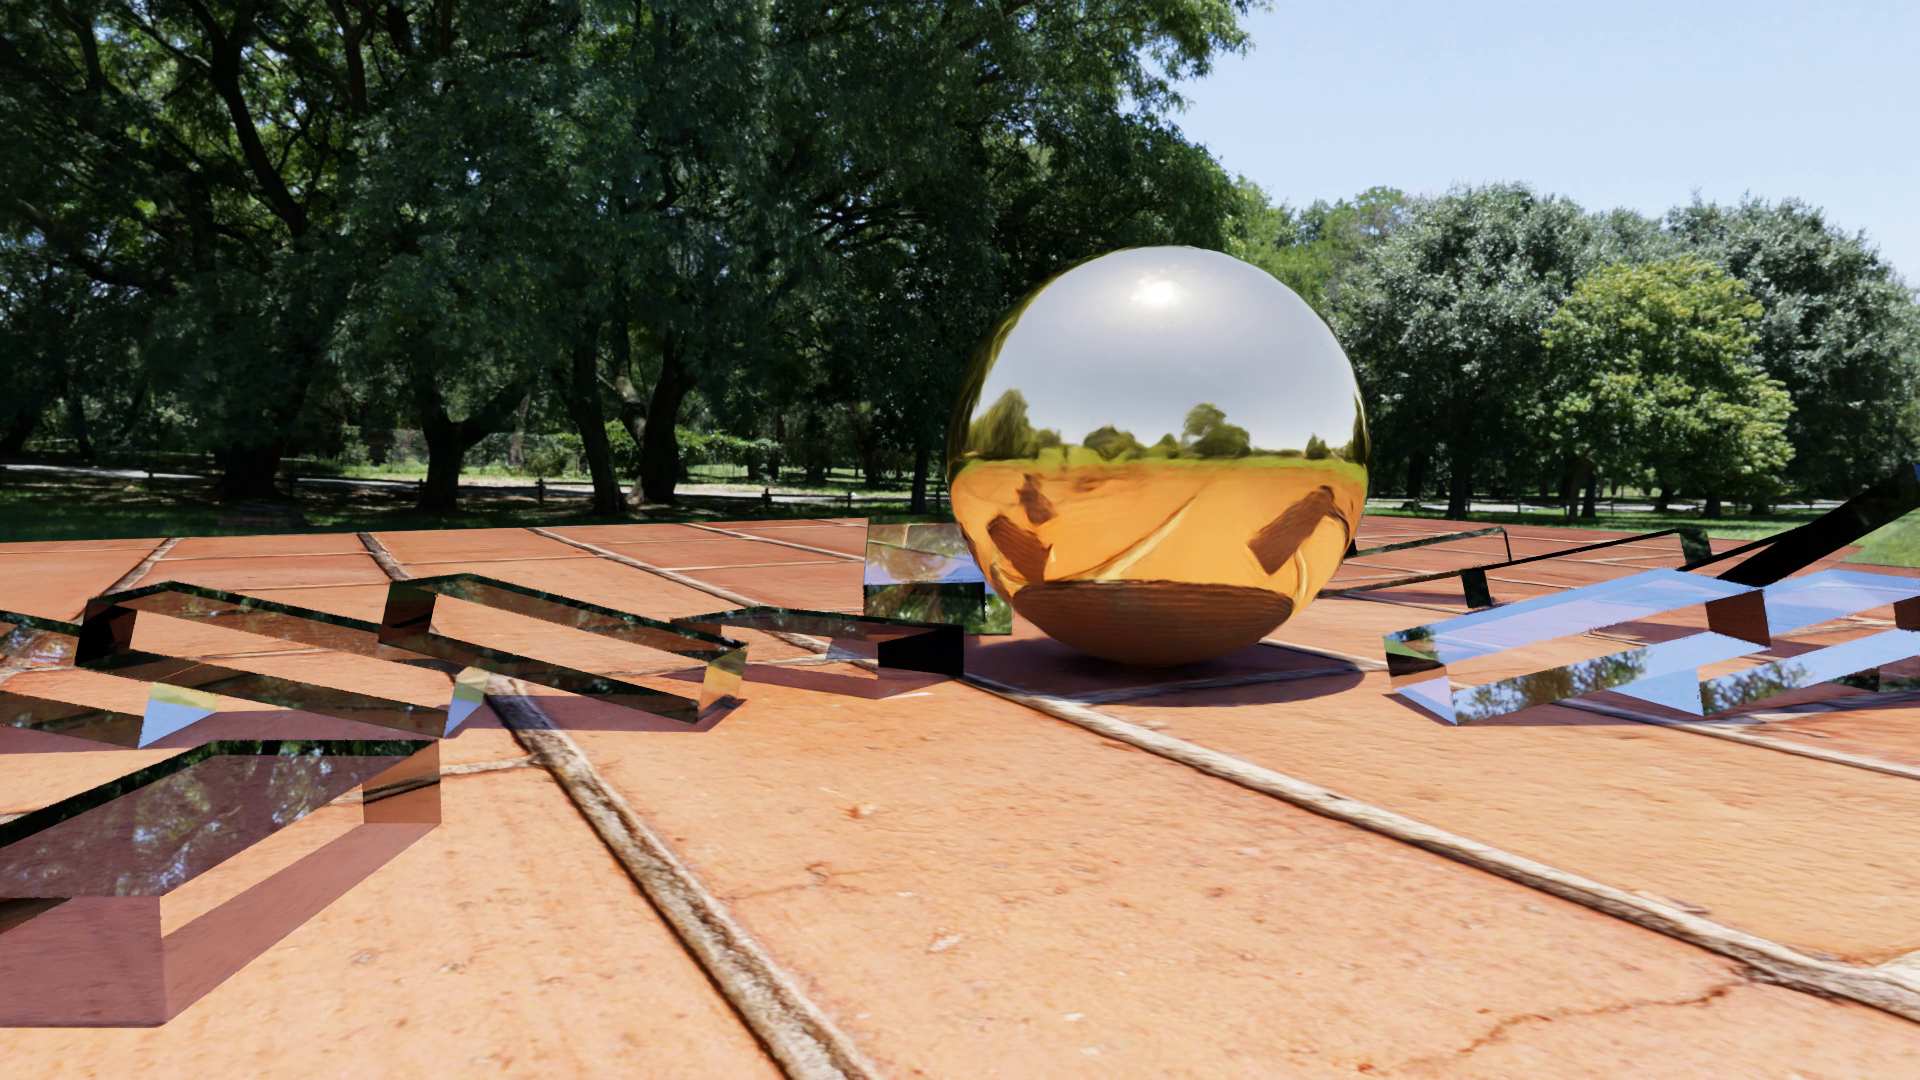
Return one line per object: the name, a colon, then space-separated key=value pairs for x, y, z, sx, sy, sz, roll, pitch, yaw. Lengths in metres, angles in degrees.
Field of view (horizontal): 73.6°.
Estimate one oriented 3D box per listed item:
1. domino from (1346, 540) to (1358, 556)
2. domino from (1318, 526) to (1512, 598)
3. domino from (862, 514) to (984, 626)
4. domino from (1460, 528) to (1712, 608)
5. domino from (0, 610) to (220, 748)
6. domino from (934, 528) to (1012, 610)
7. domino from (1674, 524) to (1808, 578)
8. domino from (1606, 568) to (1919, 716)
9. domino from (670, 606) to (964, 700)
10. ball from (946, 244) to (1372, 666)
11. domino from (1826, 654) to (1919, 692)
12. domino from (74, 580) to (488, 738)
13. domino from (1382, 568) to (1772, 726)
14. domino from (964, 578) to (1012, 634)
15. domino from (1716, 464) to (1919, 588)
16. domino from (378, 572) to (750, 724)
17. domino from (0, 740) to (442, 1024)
domino: x=0.087 y=0.004 z=0.373 sx=0.050 sy=0.009 sz=0.025 roll=-12 pitch=0 yaw=2
domino: x=0.125 y=0.006 z=0.356 sx=0.050 sy=0.009 sz=0.025 roll=-11 pitch=0 yaw=20
domino: x=-0.008 y=0.006 z=0.288 sx=0.025 sy=0.010 sz=0.050 roll=-1 pitch=18 yaw=-2
domino: x=0.152 y=0.007 z=0.313 sx=0.050 sy=0.009 sz=0.025 roll=-16 pitch=-11 yaw=42
domino: x=-0.140 y=0.018 z=0.188 sx=0.050 sy=0.009 sz=0.025 roll=13 pitch=2 yaw=-9
domino: x=0.009 y=0.006 z=0.351 sx=0.025 sy=0.009 sz=0.050 roll=1 pitch=18 yaw=8
domino: x=0.170 y=0.007 z=0.277 sx=0.025 sy=0.009 sz=0.050 roll=-3 pitch=-18 yaw=-37
domino: x=0.137 y=0.016 z=0.217 sx=0.050 sy=0.009 sz=0.025 roll=-13 pitch=7 yaw=-10
domino: x=-0.027 y=0.020 z=0.238 sx=0.050 sy=0.009 sz=0.025 roll=3 pitch=5 yaw=35
ball: x=0.037 y=-0.016 z=0.247 sx=0.080 sy=0.080 sz=0.080 roll=0 pitch=4 yaw=0
domino: x=0.179 y=0.020 z=0.237 sx=0.050 sy=0.009 sz=0.025 roll=-1 pitch=4 yaw=-12
domino: x=-0.100 y=0.018 z=0.194 sx=0.050 sy=0.010 sz=0.025 roll=13 pitch=2 yaw=-9
domino: x=0.098 y=0.016 z=0.207 sx=0.050 sy=0.009 sz=0.025 roll=-13 pitch=7 yaw=-2
domino: x=0.000 y=0.009 z=0.310 sx=0.025 sy=0.010 sz=0.050 roll=0 pitch=18 yaw=1
domino: x=0.169 y=0.004 z=0.239 sx=0.025 sy=0.010 sz=0.050 roll=7 pitch=-26 yaw=-8
domino: x=-0.061 y=0.016 z=0.204 sx=0.050 sy=0.009 sz=0.025 roll=14 pitch=3 yaw=4
domino: x=-0.071 y=0.029 z=0.119 sx=0.025 sy=0.010 sz=0.050 roll=0 pitch=4 yaw=0
